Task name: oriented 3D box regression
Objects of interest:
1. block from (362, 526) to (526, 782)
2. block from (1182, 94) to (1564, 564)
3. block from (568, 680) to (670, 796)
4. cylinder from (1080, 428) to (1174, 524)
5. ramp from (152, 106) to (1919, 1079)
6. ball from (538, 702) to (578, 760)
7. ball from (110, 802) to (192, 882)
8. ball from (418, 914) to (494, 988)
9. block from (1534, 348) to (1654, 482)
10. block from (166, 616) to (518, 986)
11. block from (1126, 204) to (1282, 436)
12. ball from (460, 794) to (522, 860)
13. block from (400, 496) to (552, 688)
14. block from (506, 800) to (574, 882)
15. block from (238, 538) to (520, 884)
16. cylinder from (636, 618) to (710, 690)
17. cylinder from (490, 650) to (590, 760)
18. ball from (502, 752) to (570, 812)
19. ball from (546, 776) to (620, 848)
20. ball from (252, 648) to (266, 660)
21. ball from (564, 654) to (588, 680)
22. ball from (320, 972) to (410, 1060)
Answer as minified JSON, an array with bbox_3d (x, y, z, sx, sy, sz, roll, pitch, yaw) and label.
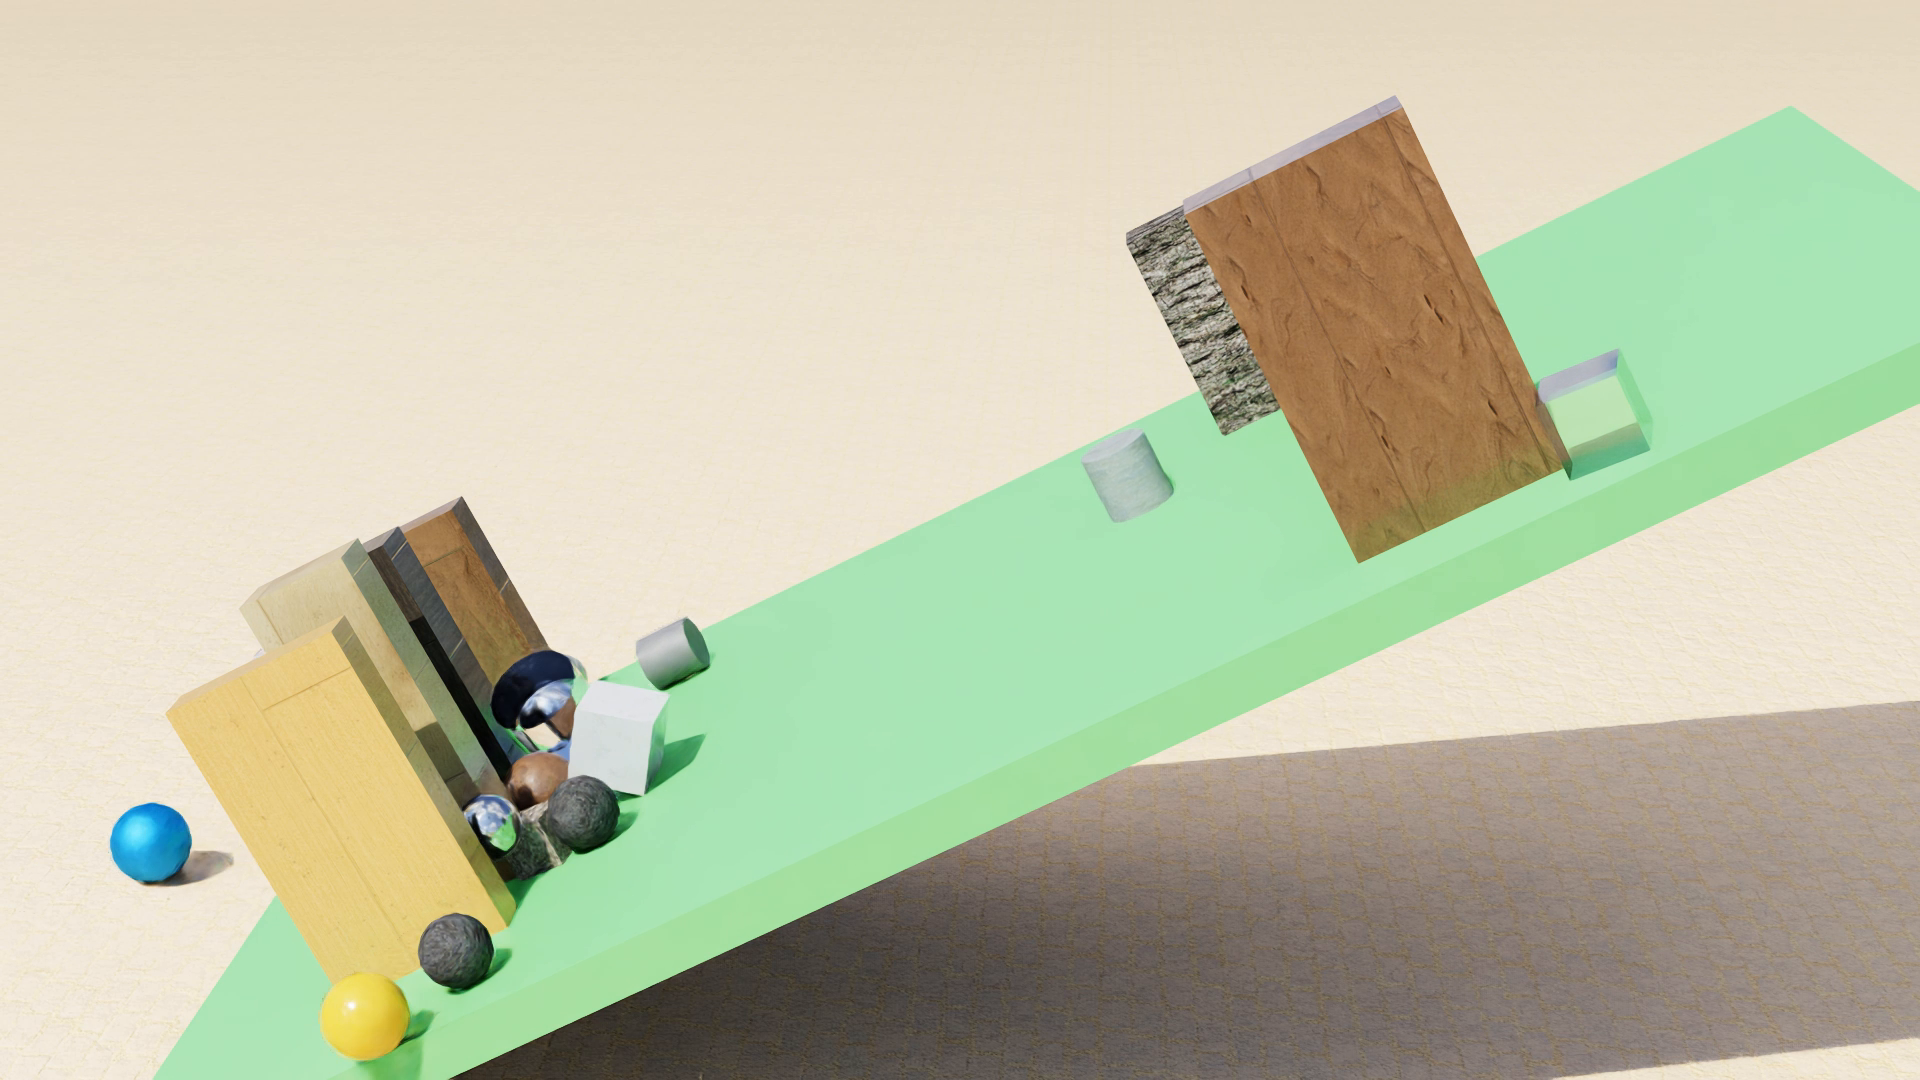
[{"bbox_3d":[-1.175,0.346,6.460,0.241,0.712,0.148,-26,14,10],"label":"block"},{"bbox_3d":[0.754,-0.377,5.325,0.423,0.722,0.148,-26,14,10],"label":"block"},{"bbox_3d":[-0.733,0.424,6.329,0.169,0.169,0.169,11,20,4],"label":"block"},{"bbox_3d":[0.366,-0.141,6.429,0.153,0.153,0.153,-26,14,7],"label":"cylinder"},{"bbox_3d":[0.140,0.168,6.281,4.000,0.100,2.000,-26,14,10],"label":"ramp"},{"bbox_3d":[-0.889,0.447,6.731,0.149,0.149,0.149,0,17,0],"label":"ball"},{"bbox_3d":[-2.014,0.753,7.322,0.197,0.197,0.197,0,17,0],"label":"ball"},{"bbox_3d":[-0.970,0.790,5.657,0.143,0.143,0.143,0,17,0],"label":"ball"},{"bbox_3d":[1.132,-0.225,5.246,0.152,0.152,0.152,-22,15,22],"label":"block"},{"bbox_3d":[-1.232,0.544,5.886,0.385,0.697,0.105,-26,14,10],"label":"block"},{"bbox_3d":[0.632,-0.535,6.621,0.332,0.493,0.139,-26,14,10],"label":"block"},{"bbox_3d":[-0.968,0.589,6.039,0.137,0.137,0.137,0,17,0],"label":"ball"},{"bbox_3d":[-1.188,0.235,7.104,0.290,0.612,0.120,-26,14,10],"label":"block"},{"bbox_3d":[-0.883,0.626,6.155,0.109,0.109,0.109,-23,15,21],"label":"block"},{"bbox_3d":[-1.191,0.399,6.173,0.246,0.772,0.143,-26,14,10],"label":"block"},{"bbox_3d":[-0.684,0.271,7.013,0.130,0.130,0.130,-26,13,11],"label":"cylinder"},{"bbox_3d":[-0.893,0.387,6.485,0.207,0.207,0.207,-14,49,17],"label":"cylinder"},{"bbox_3d":[-0.903,0.543,6.358,0.173,0.173,0.173,0,17,0],"label":"ball"},{"bbox_3d":[-0.782,0.563,6.100,0.150,0.150,0.150,0,17,0],"label":"ball"},{"bbox_3d":[-1.981,0.389,8.559,0.176,0.176,0.176,0,17,0],"label":"ball"},{"bbox_3d":[-0.991,0.350,7.328,0.129,0.129,0.129,0,17,0],"label":"ball"},{"bbox_3d":[-1.116,0.893,5.518,0.164,0.164,0.164,0,17,0],"label":"ball"}]
